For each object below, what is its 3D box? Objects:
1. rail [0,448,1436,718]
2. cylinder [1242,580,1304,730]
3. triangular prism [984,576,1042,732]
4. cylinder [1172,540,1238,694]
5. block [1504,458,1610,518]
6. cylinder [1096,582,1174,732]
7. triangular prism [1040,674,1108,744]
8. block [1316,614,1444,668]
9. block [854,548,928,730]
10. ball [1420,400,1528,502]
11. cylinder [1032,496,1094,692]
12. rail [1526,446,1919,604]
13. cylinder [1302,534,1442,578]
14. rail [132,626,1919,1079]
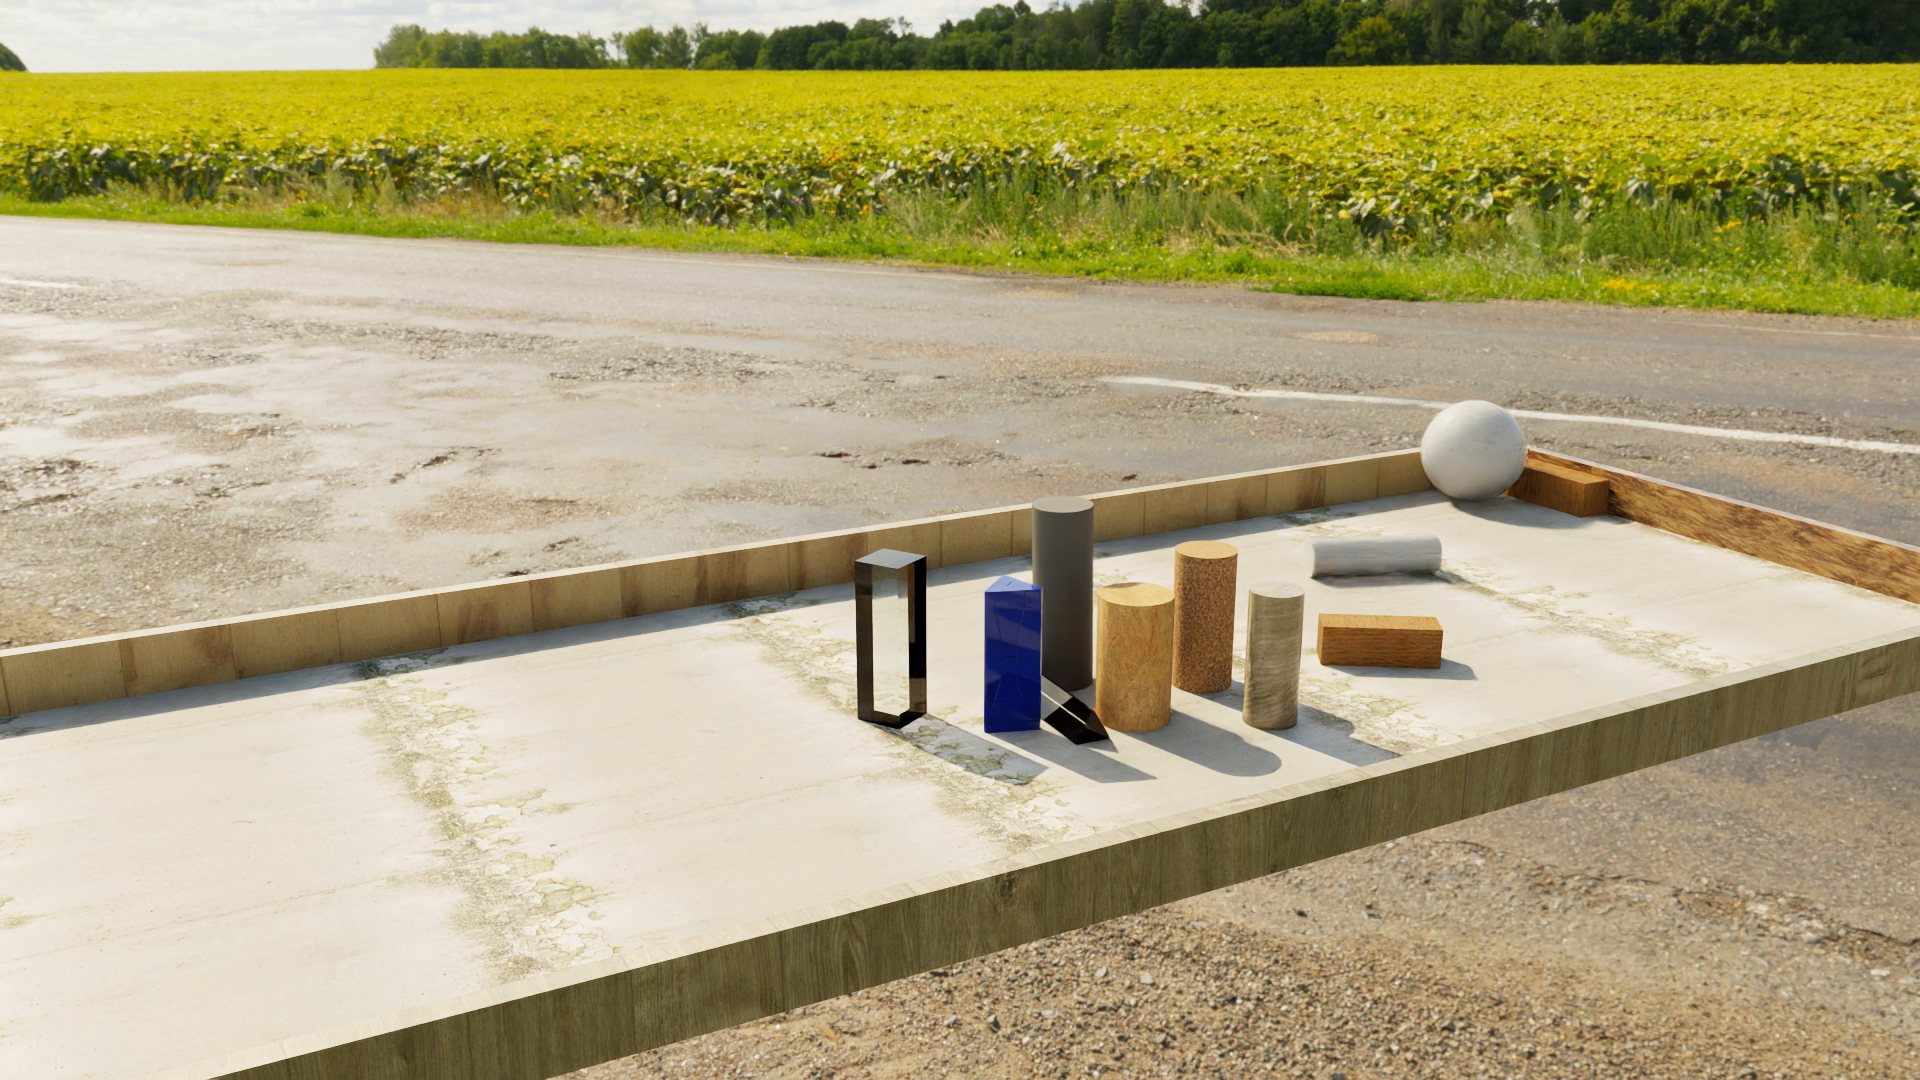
[{"bbox_3d":[-3.305,0.497,3.399,12.000,0.150,0.050,-9,18,-27],"label":"rail"},{"bbox_3d":[0.732,0.270,3.857,0.127,0.326,0.127,0,16,0],"label":"cylinder"},{"bbox_3d":[0.112,0.264,3.847,0.132,0.345,0.115,-3,17,-10],"label":"triangular prism"},{"bbox_3d":[0.604,0.190,4.090,0.152,0.348,0.152,0,16,0],"label":"cylinder"},{"bbox_3d":[2.072,-0.190,5.791,0.119,0.119,0.402,-9,18,-27],"label":"block"},{"bbox_3d":[0.410,0.273,3.876,0.178,0.309,0.178,0,16,0],"label":"cylinder"},{"bbox_3d":[0.223,0.376,3.934,0.088,0.076,0.381,-8,18,-24],"label":"triangular prism"},{"bbox_3d":[1.086,0.262,4.278,0.301,0.105,0.105,2,16,5],"label":"block"},{"bbox_3d":[-0.161,0.231,3.872,0.119,0.393,0.119,10,19,30],"label":"block"},{"bbox_3d":[1.800,-0.311,5.779,0.356,0.356,0.356,0,16,0],"label":"ball"},{"bbox_3d":[0.254,0.133,4.081,0.150,0.460,0.150,-1,17,0],"label":"cylinder"},{"bbox_3d":[2.466,-0.048,5.253,0.050,0.150,2.100,-9,18,-27],"label":"rail"},{"bbox_3d":[1.246,0.047,4.992,0.400,0.114,0.114,-2,17,-7],"label":"cylinder"},{"bbox_3d":[-2.336,1.006,1.665,12.000,0.150,0.050,-9,18,-27],"label":"rail"}]
